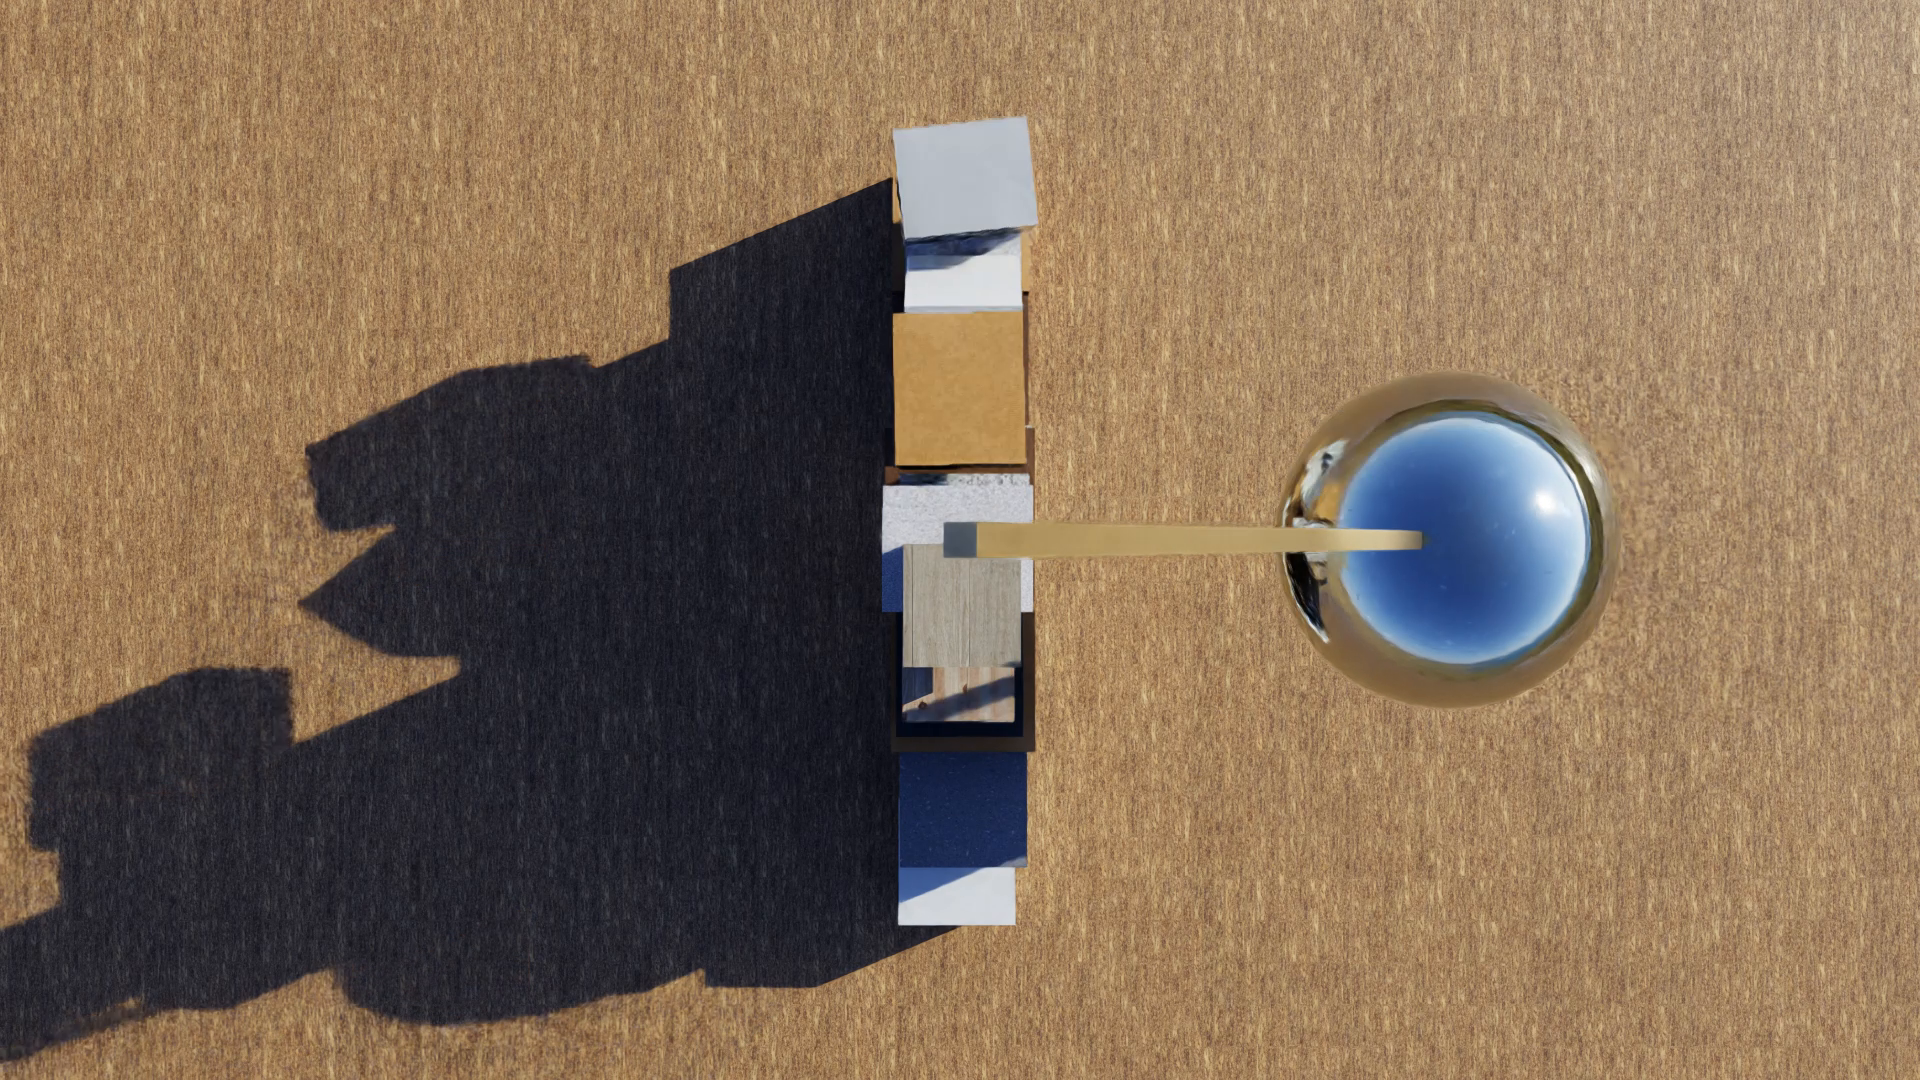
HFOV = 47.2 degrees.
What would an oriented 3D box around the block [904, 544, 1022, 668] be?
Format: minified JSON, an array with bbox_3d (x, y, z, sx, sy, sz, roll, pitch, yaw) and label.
[{"bbox_3d":[0.009,0.286,9.850,0.513,0.538,0.535,0,90,0],"label":"block"}]

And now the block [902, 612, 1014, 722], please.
[{"bbox_3d":[-0.009,0.599,10.612,0.528,0.531,0.518,0,90,0],"label":"block"}]

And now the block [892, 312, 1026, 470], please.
[{"bbox_3d":[-0.002,-0.688,10.269,0.591,0.562,0.688,-1,90,0],"label":"block"}]

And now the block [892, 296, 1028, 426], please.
[{"bbox_3d":[0.003,-1.009,12.660,0.759,0.679,0.725,0,90,0],"label":"block"}]

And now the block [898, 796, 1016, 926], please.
[{"bbox_3d":[-0.017,1.803,12.662,0.654,0.675,0.710,0,90,0],"label":"block"}]

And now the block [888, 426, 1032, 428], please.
[{"bbox_3d":[-0.001,-0.270,12.618,0.800,0.764,0.734,0,90,0],"label":"block"}]

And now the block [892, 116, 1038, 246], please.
[{"bbox_3d":[0.017,-1.831,11.267,0.673,0.596,0.537,-7,95,-2],"label":"block"}]

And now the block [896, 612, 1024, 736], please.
[{"bbox_3d":[-0.002,0.647,11.197,0.629,0.640,0.655,0,90,0],"label":"block"}]

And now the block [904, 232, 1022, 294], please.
[{"bbox_3d":[0.016,-1.496,11.909,0.617,0.627,0.600,0,90,0],"label":"block"}]

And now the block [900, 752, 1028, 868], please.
[{"bbox_3d":[0.019,1.432,12.016,0.679,0.619,0.633,0,89,0],"label":"block"}]

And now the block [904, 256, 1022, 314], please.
[{"bbox_3d":[0.016,-1.047,11.312,0.582,0.641,0.622,0,120,0],"label":"block"}]

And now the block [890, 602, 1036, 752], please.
[{"bbox_3d":[0.016,0.720,11.954,0.756,0.874,0.781,0,90,0],"label":"block"}]

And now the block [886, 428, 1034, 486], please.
[{"bbox_3d":[0.000,-0.134,11.874,0.784,0.723,0.907,0,90,0],"label":"block"}]

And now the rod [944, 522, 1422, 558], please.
[{"bbox_3d":[0.994,0.000,7.261,0.080,5.200,0.080,0,90,22],"label":"rod"}]

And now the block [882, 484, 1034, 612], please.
[{"bbox_3d":[-0.011,0.039,10.439,0.695,0.642,0.584,0,90,0],"label":"block"}]

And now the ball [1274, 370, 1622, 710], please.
[{"bbox_3d":[2.295,0.000,10.402,1.600,1.600,1.600,0,90,0],"label":"ball"}]

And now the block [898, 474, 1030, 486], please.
[{"bbox_3d":[0.019,-0.007,11.136,0.642,0.752,0.633,0,90,0],"label":"block"}]

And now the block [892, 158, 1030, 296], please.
[{"bbox_3d":[0.003,-1.770,12.611,0.763,0.777,0.776,0,90,0],"label":"block"}]
